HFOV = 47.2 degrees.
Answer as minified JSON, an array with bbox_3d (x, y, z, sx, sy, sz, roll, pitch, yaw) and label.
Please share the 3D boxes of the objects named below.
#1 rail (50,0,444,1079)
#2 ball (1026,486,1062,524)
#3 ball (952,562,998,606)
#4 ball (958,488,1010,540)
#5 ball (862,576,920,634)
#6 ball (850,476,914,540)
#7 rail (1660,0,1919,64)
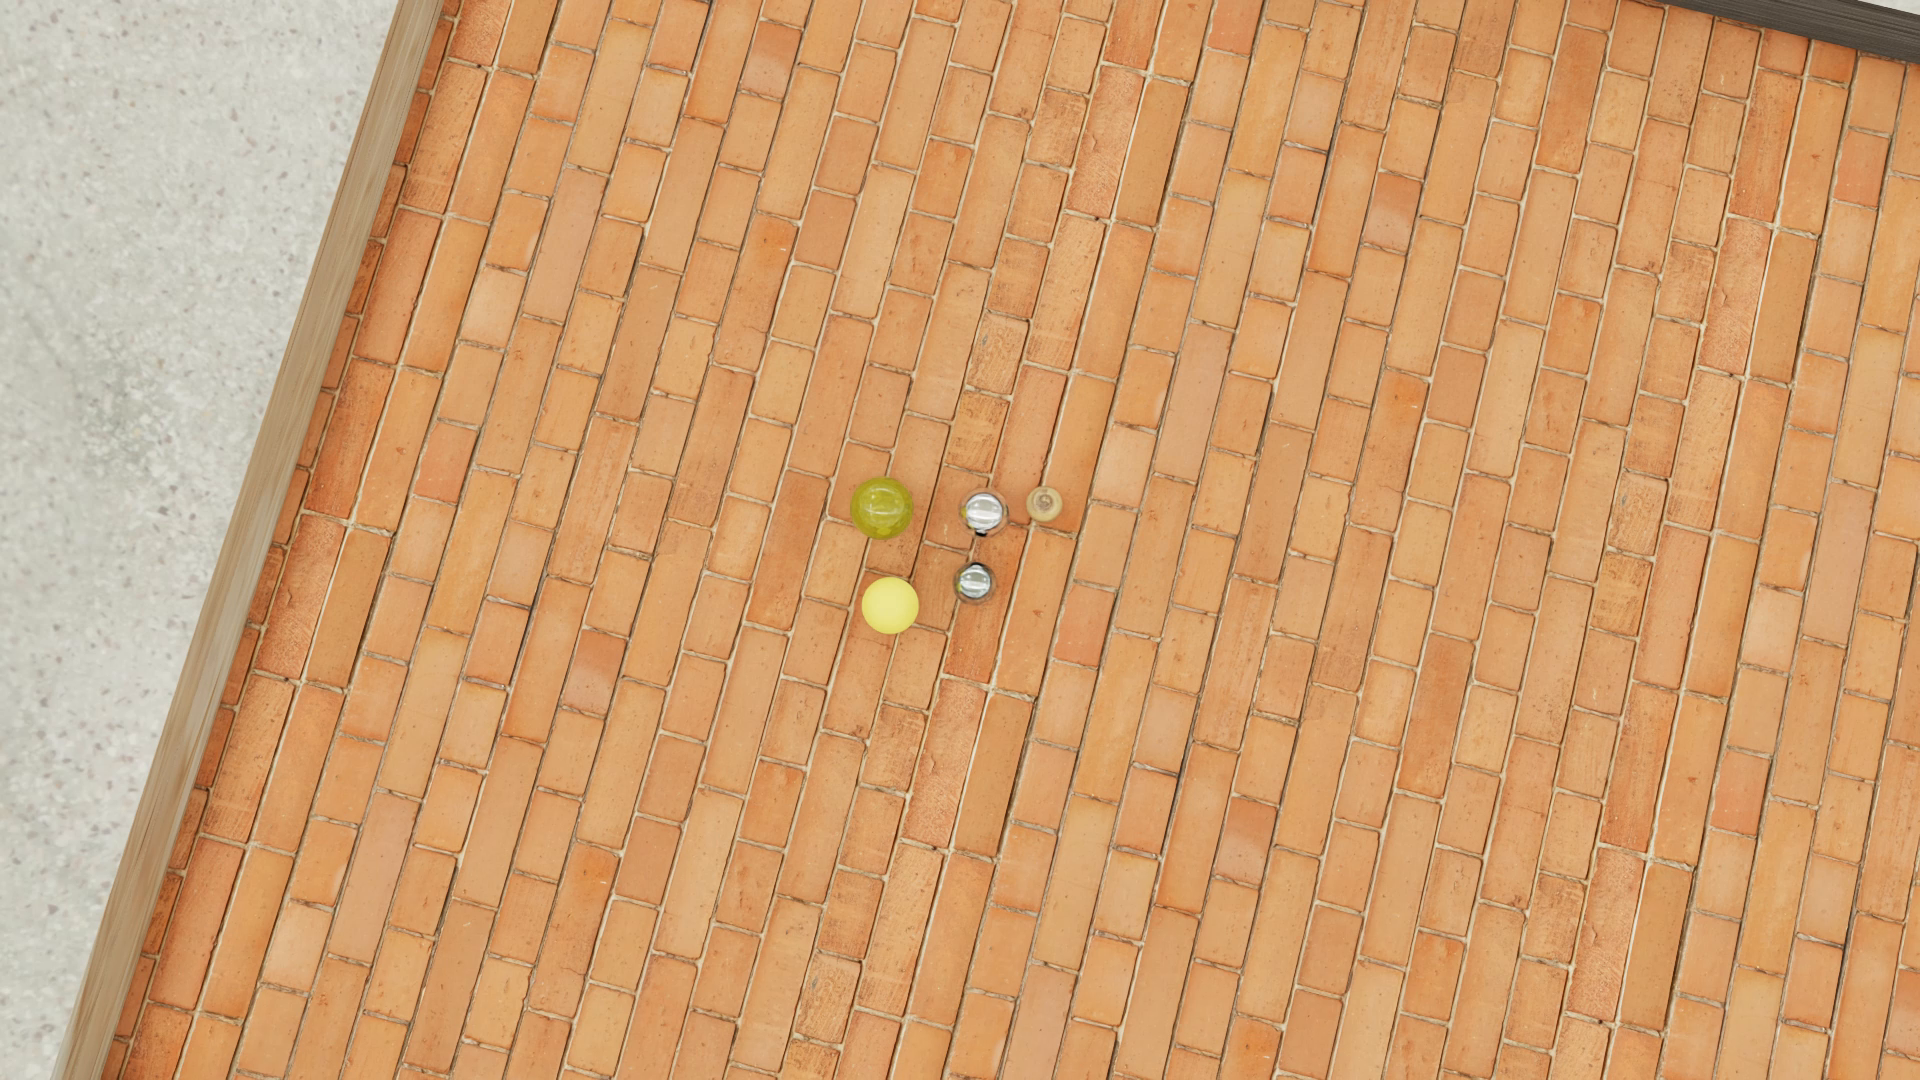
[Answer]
[{"bbox_3d":[-0.977,-0.253,3.303,0.045,0.125,2.269,14,80,3],"label":"rail"},{"bbox_3d":[0.126,-0.053,3.303,0.056,0.056,0.056,0,80,0],"label":"ball"},{"bbox_3d":[0.022,0.065,3.276,0.067,0.067,0.067,0,80,0],"label":"ball"},{"bbox_3d":[0.035,-0.040,3.289,0.078,0.078,0.078,0,80,0],"label":"ball"},{"bbox_3d":[-0.103,0.097,3.261,0.085,0.085,0.085,0,80,0],"label":"ball"},{"bbox_3d":[-0.116,-0.048,3.281,0.096,0.096,0.096,0,80,0],"label":"ball"},{"bbox_3d":[1.277,-0.809,3.403,4.130,0.125,0.045,14,80,3],"label":"rail"}]
